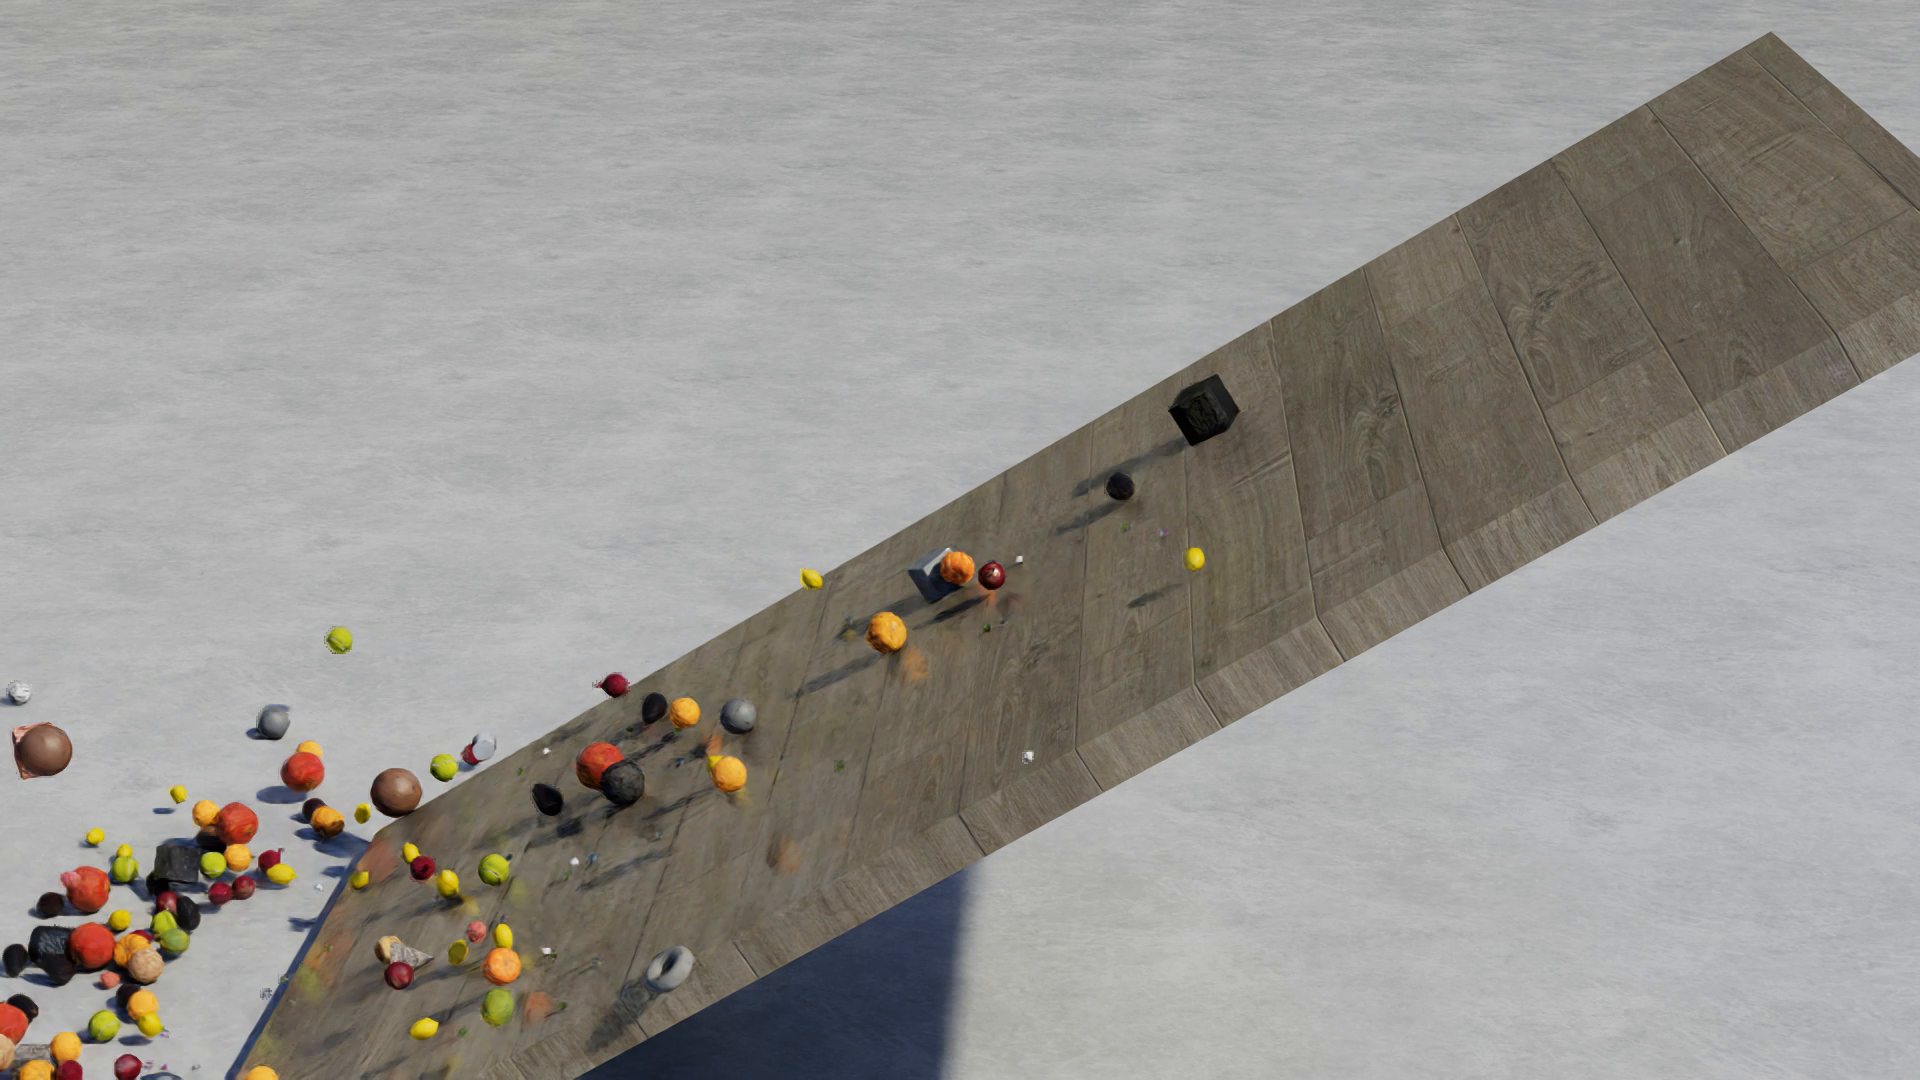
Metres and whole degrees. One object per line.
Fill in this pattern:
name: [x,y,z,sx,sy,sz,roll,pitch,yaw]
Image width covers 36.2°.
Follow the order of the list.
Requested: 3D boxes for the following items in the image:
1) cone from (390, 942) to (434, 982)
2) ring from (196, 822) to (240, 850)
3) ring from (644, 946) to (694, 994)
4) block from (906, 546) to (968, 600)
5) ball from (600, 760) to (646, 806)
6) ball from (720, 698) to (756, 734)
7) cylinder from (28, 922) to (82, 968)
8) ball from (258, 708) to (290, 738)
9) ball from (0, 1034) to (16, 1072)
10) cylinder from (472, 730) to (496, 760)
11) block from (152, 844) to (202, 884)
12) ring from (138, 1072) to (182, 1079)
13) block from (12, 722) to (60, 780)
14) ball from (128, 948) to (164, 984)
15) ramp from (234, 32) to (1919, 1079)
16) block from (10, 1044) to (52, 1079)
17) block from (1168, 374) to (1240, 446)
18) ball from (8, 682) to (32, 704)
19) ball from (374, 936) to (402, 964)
cone: [-1.187,0.913,6.406,0.088,0.088,0.088,-5,20,0]
ring: [-1.966,0.784,7.795,0.115,0.038,0.115,-4,20,1]
ring: [-0.541,0.799,5.464,0.106,0.035,0.106,-29,29,18]
block: [-0.051,0.075,6.628,0.083,0.083,0.083,-40,16,-24]
ball: [-0.753,0.543,6.568,0.099,0.099,0.099,0,20,0]
ball: [-0.493,0.392,6.543,0.082,0.082,0.082,0,20,0]
cylinder: [-2.199,0.986,7.147,0.092,0.092,0.092,15,22,9]
ball: [-1.970,0.525,8.449,0.087,0.087,0.087,0,20,0]
ball: [-2.123,1.128,6.464,0.089,0.089,0.089,0,20,0]
cylinder: [-1.111,0.481,6.866,0.053,0.053,0.053,-2,20,-7]
block: [-1.987,0.823,7.468,0.086,0.086,0.086,14,-15,-34]
ring: [-1.784,1.231,6.521,0.144,0.048,0.144,-3,22,1]
block: [-2.369,0.540,7.543,0.096,0.096,0.096,-10,38,-26]
ball: [-1.954,1.022,7.058,0.083,0.083,0.083,0,20,0]
ramp: [0.141,0.169,6.290,4.000,0.100,2.000,-30,15,13]
block: [-2.091,1.184,6.621,0.069,0.069,0.069,0,20,0]
block: [0.541,-0.288,6.521,0.099,0.099,0.099,-24,17,32]
ball: [-2.776,0.452,8.690,0.065,0.065,0.065,0,20,0]
ball: [-1.270,0.911,6.542,0.063,0.063,0.063,0,20,0]
